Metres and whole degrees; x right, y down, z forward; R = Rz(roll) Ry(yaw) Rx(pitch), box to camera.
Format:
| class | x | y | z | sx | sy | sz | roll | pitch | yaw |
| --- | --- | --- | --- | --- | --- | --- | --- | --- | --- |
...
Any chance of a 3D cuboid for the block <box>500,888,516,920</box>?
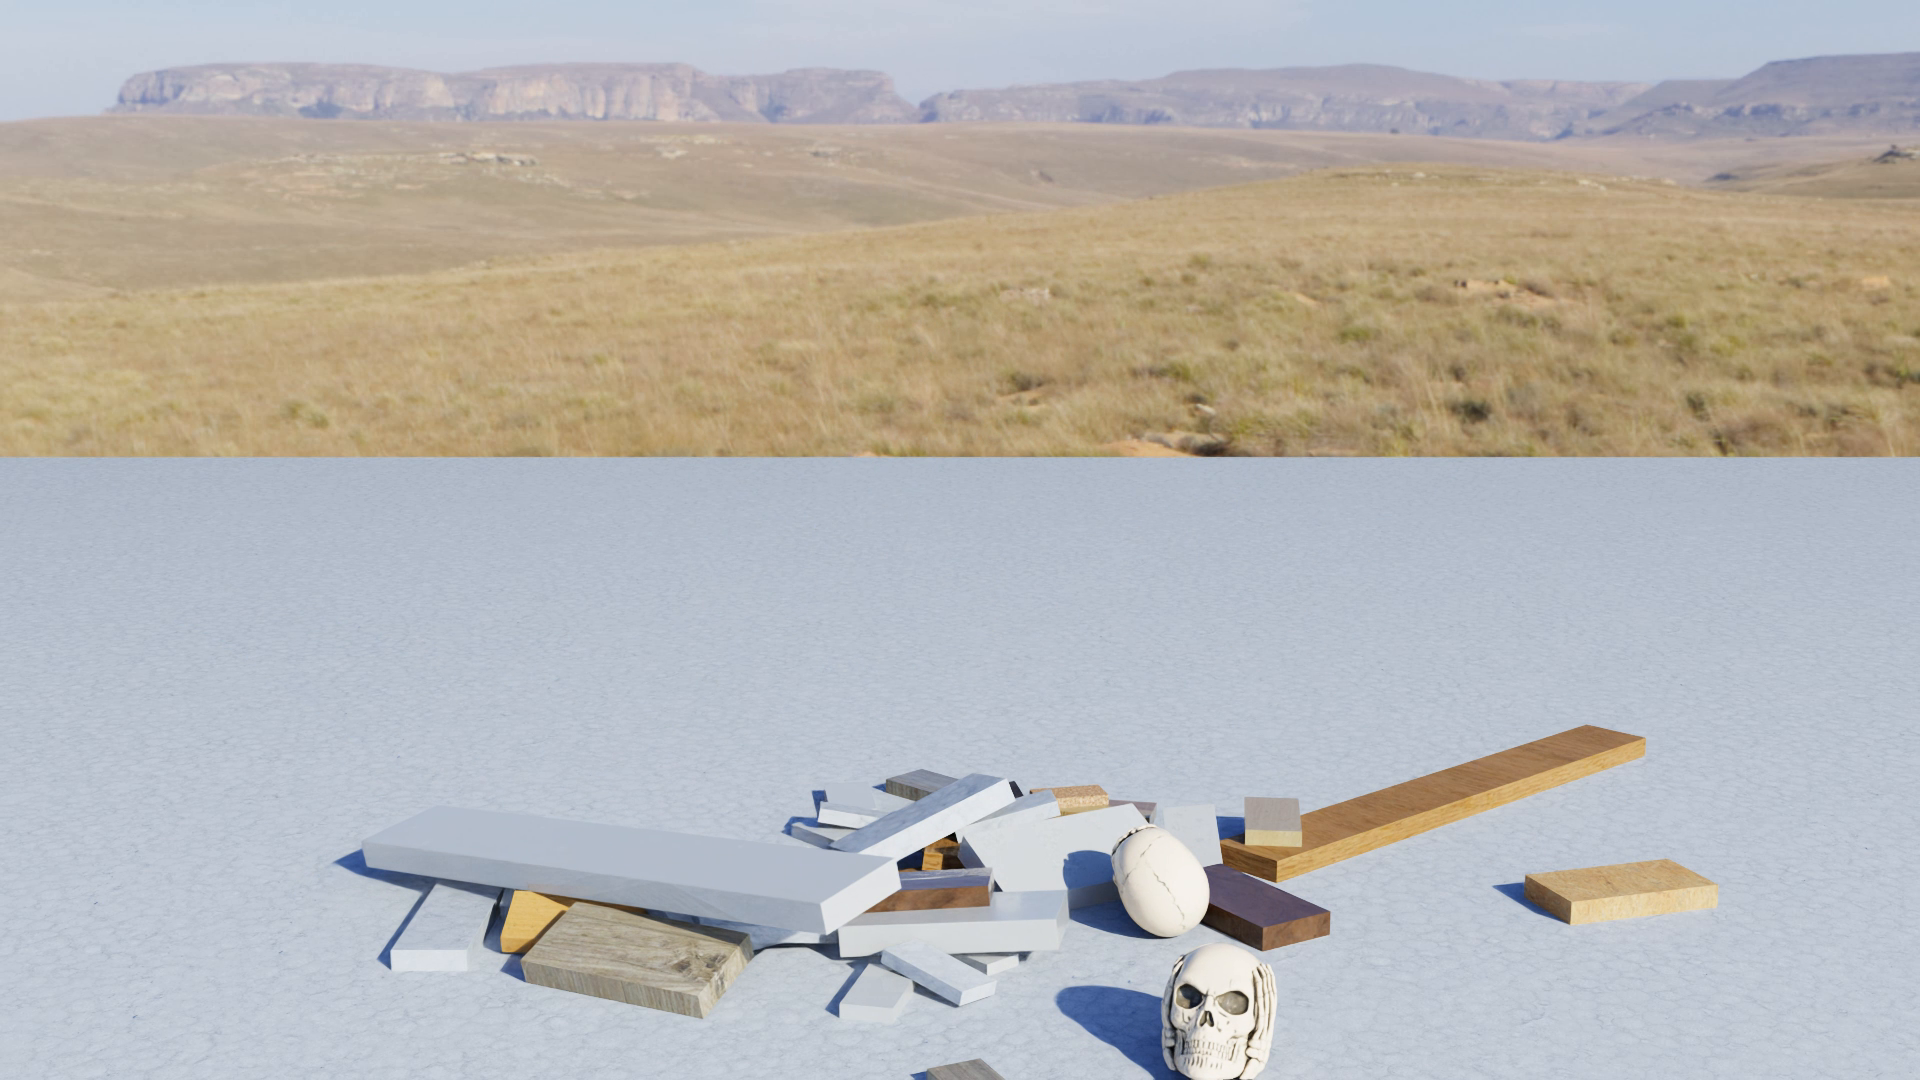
| class | x | y | z | sx | sy | sz | roll | pitch | yaw |
| --- | --- | --- | --- | --- | --- | --- | --- | --- | --- |
| block | -0.630 | 0.572 | 3.574 | 0.211 | 0.030 | 0.106 | 1 | 35 | 5 |

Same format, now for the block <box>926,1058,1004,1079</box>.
| class | x | y | z | sx | sy | sz | roll | pitch | yaw |
| --- | --- | --- | --- | --- | --- | --- | --- | --- | --- |
| block | 0.026 | 0.725 | 2.878 | 0.079 | 0.022 | 0.158 | -5 | 12 | -25 |

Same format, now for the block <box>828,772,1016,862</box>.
| class | x | y | z | sx | sy | sz | roll | pitch | yaw |
| --- | --- | --- | --- | --- | --- | --- | --- | --- | --- |
| block | -0.067 | 0.487 | 3.781 | 0.298 | 0.042 | 0.149 | -24 | 7 | -21 |

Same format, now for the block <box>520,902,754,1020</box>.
| class | x | y | z | sx | sy | sz | roll | pitch | yaw |
| --- | --- | --- | --- | --- | --- | --- | --- | --- | --- |
| block | -0.479 | 0.621 | 3.266 | 0.311 | 0.042 | 0.149 | 5 | 29 | 26 |

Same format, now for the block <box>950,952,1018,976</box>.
| class | x | y | z | sx | sy | sz | roll | pitch | yaw |
| --- | --- | --- | --- | --- | --- | --- | --- | --- | --- |
| block | 0.021 | 0.635 | 3.376 | 0.065 | 0.018 | 0.131 | -10 | 14 | -42 |

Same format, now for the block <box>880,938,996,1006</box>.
| class | x | y | z | sx | sy | sz | roll | pitch | yaw |
| --- | --- | --- | --- | --- | --- | --- | --- | --- | --- |
| block | -0.032 | 0.639 | 3.255 | 0.158 | 0.022 | 0.079 | 21 | 16 | 37 |

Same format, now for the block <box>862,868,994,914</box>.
| class | x | y | z | sx | sy | sz | roll | pitch | yaw |
| --- | --- | --- | --- | --- | --- | --- | --- | --- | --- |
| block | -0.064 | 0.552 | 3.464 | 0.229 | 0.032 | 0.114 | -4 | 6 | 5 |

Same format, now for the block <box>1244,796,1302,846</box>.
| class | x | y | z | sx | sy | sz | roll | pitch | yaw |
| --- | --- | --- | --- | --- | --- | --- | --- | --- | --- |
| block | 0.551 | 0.496 | 3.883 | 0.097 | 0.027 | 0.193 | 1 | 11 | 7 |

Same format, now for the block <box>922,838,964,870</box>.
| class | x | y | z | sx | sy | sz | roll | pitch | yaw |
| --- | --- | --- | --- | --- | --- | --- | --- | --- | --- |
| block | 0.050 | 0.545 | 3.726 | 0.222 | 0.031 | 0.111 | 8 | 7 | 1 |

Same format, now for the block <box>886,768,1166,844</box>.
| class | x | y | z | sx | sy | sz | roll | pitch | yaw |
| --- | --- | --- | --- | --- | --- | --- | --- | --- | --- |
| block | 0.126 | 0.508 | 4.035 | 0.655 | 0.027 | 0.097 | 10 | 15 | 43 |

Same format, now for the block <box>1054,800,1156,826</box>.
| class | x | y | z | sx | sy | sz | roll | pitch | yaw |
| --- | --- | --- | --- | --- | --- | --- | --- | --- | --- |
| block | 0.258 | 0.493 | 3.968 | 0.182 | 0.026 | 0.091 | 2 | 11 | 13 |

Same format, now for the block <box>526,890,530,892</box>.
| class | x | y | z | sx | sy | sz | roll | pitch | yaw |
| --- | --- | --- | --- | --- | --- | --- | --- | --- | --- |
| block | -0.561 | 0.576 | 3.507 | 0.290 | 0.030 | 0.106 | -5 | 35 | -8 |

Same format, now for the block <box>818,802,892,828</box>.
| class | x | y | z | sx | sy | sz | roll | pitch | yaw |
| --- | --- | --- | --- | --- | --- | --- | --- | --- | --- |
| block | -0.169 | 0.502 | 3.960 | 0.171 | 0.024 | 0.086 | 10 | 2 | -3 |

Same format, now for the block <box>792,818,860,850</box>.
| class | x | y | z | sx | sy | sz | roll | pitch | yaw |
| --- | --- | --- | --- | --- | --- | --- | --- | --- | --- |
| block | -0.214 | 0.530 | 3.927 | 0.085 | 0.024 | 0.171 | -10 | 14 | -42 |

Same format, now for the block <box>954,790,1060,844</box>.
| class | x | y | z | sx | sy | sz | roll | pitch | yaw |
| --- | --- | --- | --- | --- | --- | --- | --- | --- | --- |
| block | 0.078 | 0.477 | 3.802 | 0.182 | 0.026 | 0.091 | -15 | 8 | -3 |

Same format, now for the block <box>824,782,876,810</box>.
| class | x | y | z | sx | sy | sz | roll | pitch | yaw |
| --- | --- | --- | --- | --- | --- | --- | --- | --- | --- |
| block | -0.207 | 0.492 | 4.129 | 0.086 | 0.024 | 0.171 | -1 | 11 | -7 |

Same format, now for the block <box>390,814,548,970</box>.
| class | x | y | z | sx | sy | sz | roll | pitch | yaw |
| --- | --- | --- | --- | --- | --- | --- | --- | --- | --- |
| block | -0.805 | 0.574 | 3.664 | 0.114 | 0.032 | 0.681 | 0 | 11 | 0 |

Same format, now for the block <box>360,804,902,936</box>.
| class | x | y | z | sx | sy | sz | roll | pitch | yaw |
| --- | --- | --- | --- | --- | --- | --- | --- | --- | --- |
| block | -0.549 | 0.507 | 3.453 | 1.048 | 0.047 | 0.167 | 0 | 16 | 39 |

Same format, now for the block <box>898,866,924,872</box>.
| class | x | y | z | sx | sy | sz | roll | pitch | yaw |
| --- | --- | --- | --- | --- | --- | --- | --- | --- | --- |
| block | -0.082 | 0.566 | 3.668 | 0.113 | 0.016 | 0.056 | -5 | 12 | -27 |

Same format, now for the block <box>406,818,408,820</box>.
| class | x | y | z | sx | sy | sz | roll | pitch | yaw |
| --- | --- | --- | --- | --- | --- | --- | --- | --- | --- |
| block | -0.950 | 0.524 | 3.975 | 0.125 | 0.018 | 0.063 | 1 | 11 | 6 |

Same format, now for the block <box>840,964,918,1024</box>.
| class | x | y | z | sx | sy | sz | roll | pitch | yaw |
| --- | --- | --- | --- | --- | --- | --- | --- | --- | --- |
| block | -0.116 | 0.662 | 3.218 | 0.079 | 0.022 | 0.158 | 2 | 11 | 13 |

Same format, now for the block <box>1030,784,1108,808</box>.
| class | x | y | z | sx | sy | sz | roll | pitch | yaw |
| --- | --- | --- | --- | --- | --- | --- | --- | --- | --- |
| block | 0.198 | 0.466 | 3.992 | 0.131 | 0.018 | 0.065 | -2 | 11 | -13 |

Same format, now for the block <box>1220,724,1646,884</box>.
| class | x | y | z | sx | sy | sz | roll | pitch | yaw |
| --- | --- | --- | --- | --- | --- | --- | --- | --- | --- |
| block | 0.919 | 0.482 | 4.144 | 1.153 | 0.039 | 0.138 | -9 | 14 | -41 |

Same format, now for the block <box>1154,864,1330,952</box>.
| class | x | y | z | sx | sy | sz | roll | pitch | yaw |
| --- | --- | --- | --- | --- | --- | --- | --- | --- | --- |
| block | 0.454 | 0.591 | 3.556 | 0.138 | 0.039 | 0.275 | -7 | 12 | -32 |

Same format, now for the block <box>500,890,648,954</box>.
| class | x | y | z | sx | sy | sz | roll | pitch | yaw |
| --- | --- | --- | --- | --- | --- | --- | --- | --- | --- |
| block | -0.597 | 0.597 | 3.422 | 0.212 | 0.030 | 0.106 | 2 | 34 | 2 |

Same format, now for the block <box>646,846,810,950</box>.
| class | x | y | z | sx | sy | sz | roll | pitch | yaw |
| --- | --- | --- | --- | --- | --- | --- | --- | --- | --- |
| block | -0.334 | 0.575 | 3.466 | 0.298 | 0.042 | 0.149 | -7 | 39 | -35 |

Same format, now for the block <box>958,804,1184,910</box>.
| class | x | y | z | sx | sy | sz | roll | pitch | yaw |
| --- | --- | --- | --- | --- | --- | --- | --- | --- | --- |
| block | 0.184 | 0.535 | 3.656 | 0.335 | 0.047 | 0.167 | -6 | 36 | -29 |

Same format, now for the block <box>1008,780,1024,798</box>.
| class | x | y | z | sx | sy | sz | roll | pitch | yaw |
| --- | --- | --- | --- | --- | --- | --- | --- | --- | --- |
| block | 0.020 | 0.491 | 4.016 | 0.194 | 0.027 | 0.097 | -11 | 19 | -9 |

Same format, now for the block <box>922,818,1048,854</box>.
| class | x | y | z | sx | sy | sz | roll | pitch | yaw |
| --- | --- | --- | --- | --- | --- | --- | --- | --- | --- |
| block | 0.045 | 0.508 | 3.852 | 0.222 | 0.031 | 0.111 | -13 | 17 | 3 |

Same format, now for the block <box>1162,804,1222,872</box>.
| class | x | y | z | sx | sy | sz | roll | pitch | yaw |
| --- | --- | --- | --- | --- | --- | --- | --- | --- | --- |
| block | 0.401 | 0.522 | 3.796 | 0.091 | 0.026 | 0.182 | -5 | 28 | 4 |

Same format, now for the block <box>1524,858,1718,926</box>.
| class | x | y | z | sx | sy | sz | roll | pitch | yaw |
| --- | --- | --- | --- | --- | --- | --- | --- | --- | --- |
| block | 1.089 | 0.578 | 3.624 | 0.275 | 0.039 | 0.138 | -3 | 11 | -17 |

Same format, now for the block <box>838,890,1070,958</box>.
| class | x | y | z | sx | sy | sz | roll | pitch | yaw |
| --- | --- | --- | --- | --- | --- | --- | --- | --- | --- |
| block | -0.007 | 0.593 | 3.409 | 0.335 | 0.047 | 0.167 | -4 | 6 | 9 |

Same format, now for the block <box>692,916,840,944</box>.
| class | x | y | z | sx | sy | sz | roll | pitch | yaw |
| --- | --- | --- | --- | --- | --- | --- | --- | --- | --- |
| block | -0.302 | 0.572 | 3.414 | 0.229 | 0.032 | 0.114 | 5 | 33 | -19 |
